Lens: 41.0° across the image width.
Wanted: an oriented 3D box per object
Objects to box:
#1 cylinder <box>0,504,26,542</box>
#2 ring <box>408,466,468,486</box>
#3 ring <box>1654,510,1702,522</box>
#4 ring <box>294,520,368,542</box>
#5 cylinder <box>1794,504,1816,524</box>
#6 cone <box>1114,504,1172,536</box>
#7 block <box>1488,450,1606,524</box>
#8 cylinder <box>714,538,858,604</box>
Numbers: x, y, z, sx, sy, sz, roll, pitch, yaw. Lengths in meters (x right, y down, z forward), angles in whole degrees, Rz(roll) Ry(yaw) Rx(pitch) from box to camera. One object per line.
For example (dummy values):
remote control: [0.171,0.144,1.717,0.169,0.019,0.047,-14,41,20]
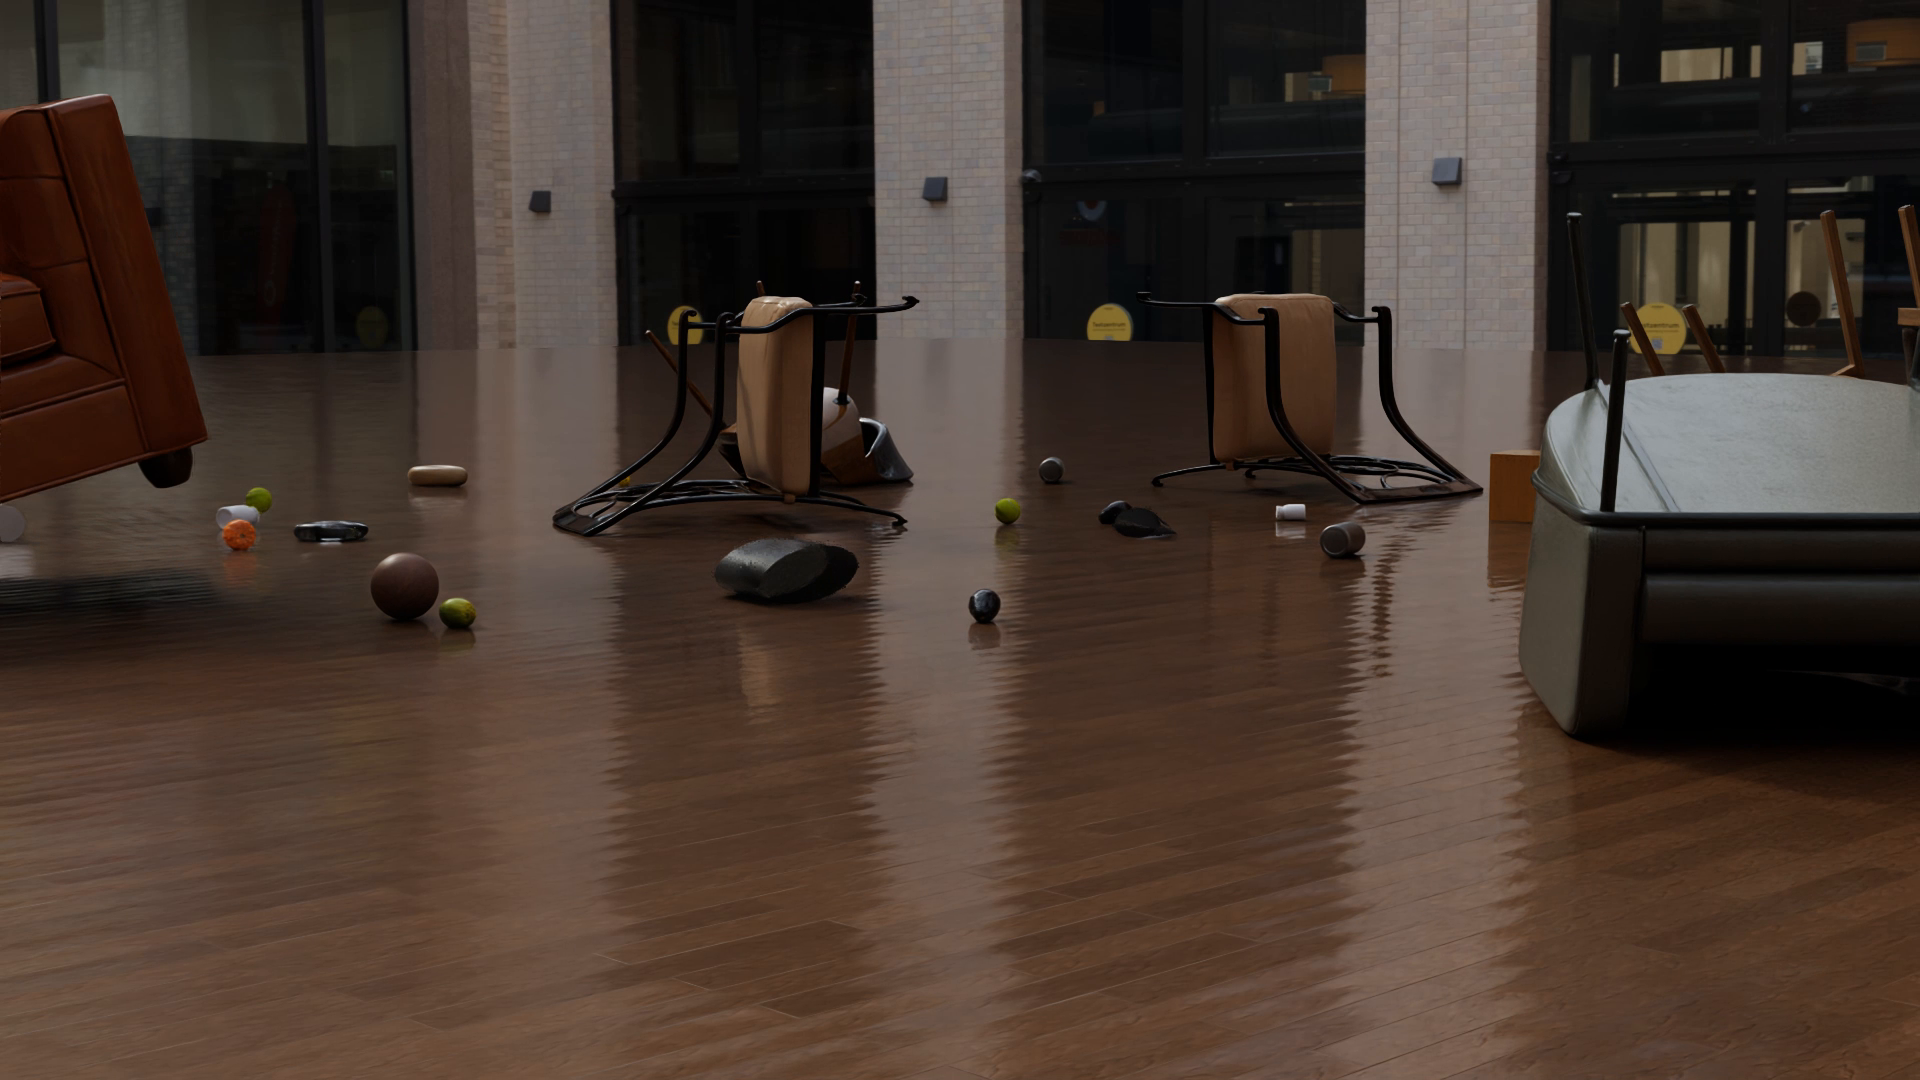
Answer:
cylinder: [-2.390,-0.043,6.373,0.107,0.093,0.098,-3,7,-36]
ring: [-1.645,-0.201,8.076,0.213,0.061,0.101,1,8,21]
ring: [1.938,-0.065,6.932,0.156,0.024,0.088,-4,6,-30]
ring: [-1.575,-0.023,6.425,0.184,0.044,0.132,-1,5,-6]
cylinder: [2.250,-0.070,6.828,0.053,0.050,0.062,2,42,22]
cone: [0.501,-0.030,6.525,0.154,0.075,0.158,-6,-23,40]
block: [1.591,-0.146,6.951,0.258,0.179,0.202,3,7,28]
cylinder: [-0.357,0.061,5.263,0.228,0.110,0.197,-14,12,-31]
